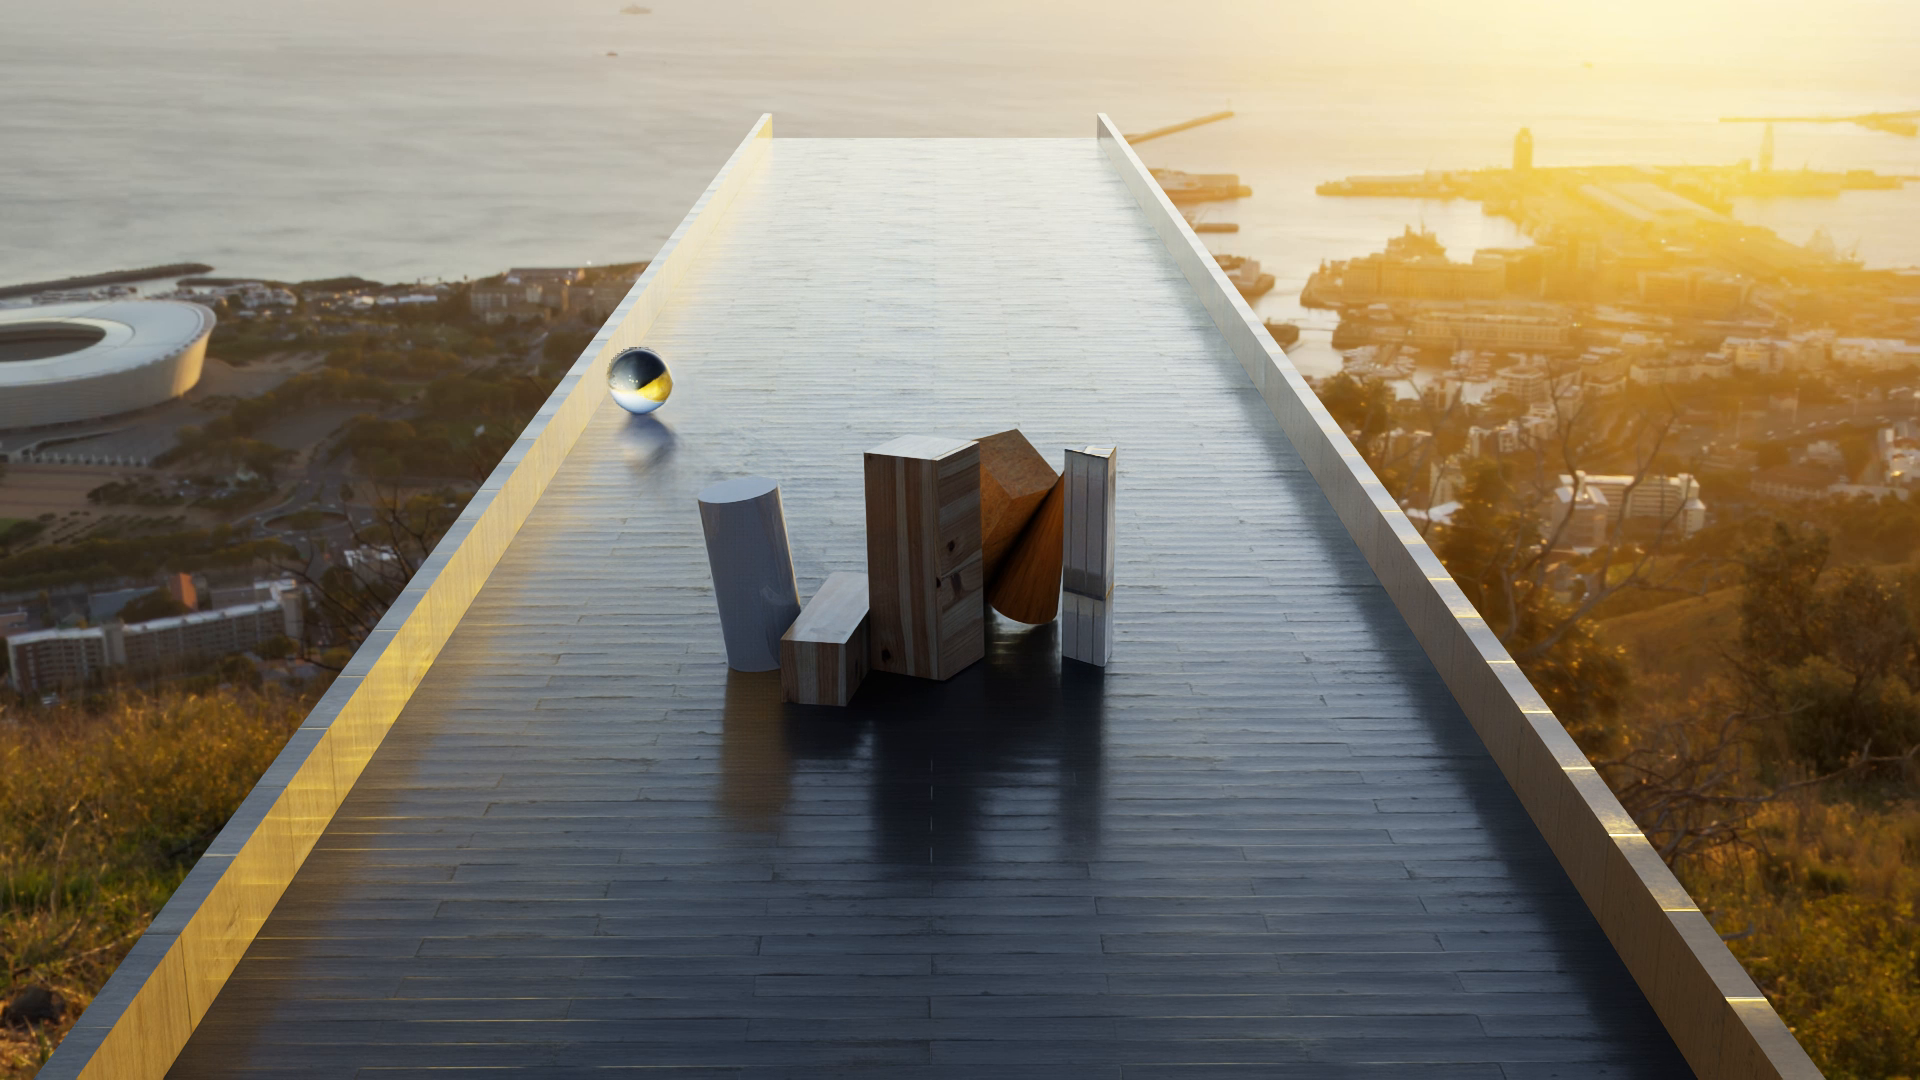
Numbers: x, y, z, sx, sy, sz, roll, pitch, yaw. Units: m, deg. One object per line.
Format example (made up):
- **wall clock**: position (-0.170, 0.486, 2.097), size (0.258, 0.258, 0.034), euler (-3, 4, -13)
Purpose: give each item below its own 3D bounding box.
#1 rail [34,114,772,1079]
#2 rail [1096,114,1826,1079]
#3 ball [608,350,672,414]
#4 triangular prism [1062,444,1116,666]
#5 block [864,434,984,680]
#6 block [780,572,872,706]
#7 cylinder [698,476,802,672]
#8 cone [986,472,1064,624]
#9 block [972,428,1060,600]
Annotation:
- **rail**: position (-1.118, -0.838, 7.780), size (0.050, 0.150, 12.000), euler (0, 17, -1)
- **rail**: position (0.932, -0.844, 7.801), size (0.050, 0.150, 12.000), euler (0, 17, -1)
- **ball**: position (-0.940, -0.466, 6.461), size (0.189, 0.189, 0.189), euler (0, 17, 0)
- **triangular prism**: position (0.277, 0.026, 4.385), size (0.108, 0.430, 0.093), euler (15, 22, 40)
- **block**: position (-0.069, 0.032, 4.335), size (0.165, 0.443, 0.165), euler (7, 18, 28)
- **block**: position (-0.239, 0.191, 4.365), size (0.126, 0.126, 0.436), euler (3, 17, 10)
- **cylinder**: position (-0.409, 0.067, 4.349), size (0.161, 0.353, 0.161), euler (-8, 18, 3)
- **cone**: position (0.183, -0.023, 4.579), size (0.160, 0.382, 0.160), euler (13, 33, -9)
- **block**: position (0.035, -0.035, 4.649), size (0.165, 0.370, 0.165), euler (-17, 59, -45)
